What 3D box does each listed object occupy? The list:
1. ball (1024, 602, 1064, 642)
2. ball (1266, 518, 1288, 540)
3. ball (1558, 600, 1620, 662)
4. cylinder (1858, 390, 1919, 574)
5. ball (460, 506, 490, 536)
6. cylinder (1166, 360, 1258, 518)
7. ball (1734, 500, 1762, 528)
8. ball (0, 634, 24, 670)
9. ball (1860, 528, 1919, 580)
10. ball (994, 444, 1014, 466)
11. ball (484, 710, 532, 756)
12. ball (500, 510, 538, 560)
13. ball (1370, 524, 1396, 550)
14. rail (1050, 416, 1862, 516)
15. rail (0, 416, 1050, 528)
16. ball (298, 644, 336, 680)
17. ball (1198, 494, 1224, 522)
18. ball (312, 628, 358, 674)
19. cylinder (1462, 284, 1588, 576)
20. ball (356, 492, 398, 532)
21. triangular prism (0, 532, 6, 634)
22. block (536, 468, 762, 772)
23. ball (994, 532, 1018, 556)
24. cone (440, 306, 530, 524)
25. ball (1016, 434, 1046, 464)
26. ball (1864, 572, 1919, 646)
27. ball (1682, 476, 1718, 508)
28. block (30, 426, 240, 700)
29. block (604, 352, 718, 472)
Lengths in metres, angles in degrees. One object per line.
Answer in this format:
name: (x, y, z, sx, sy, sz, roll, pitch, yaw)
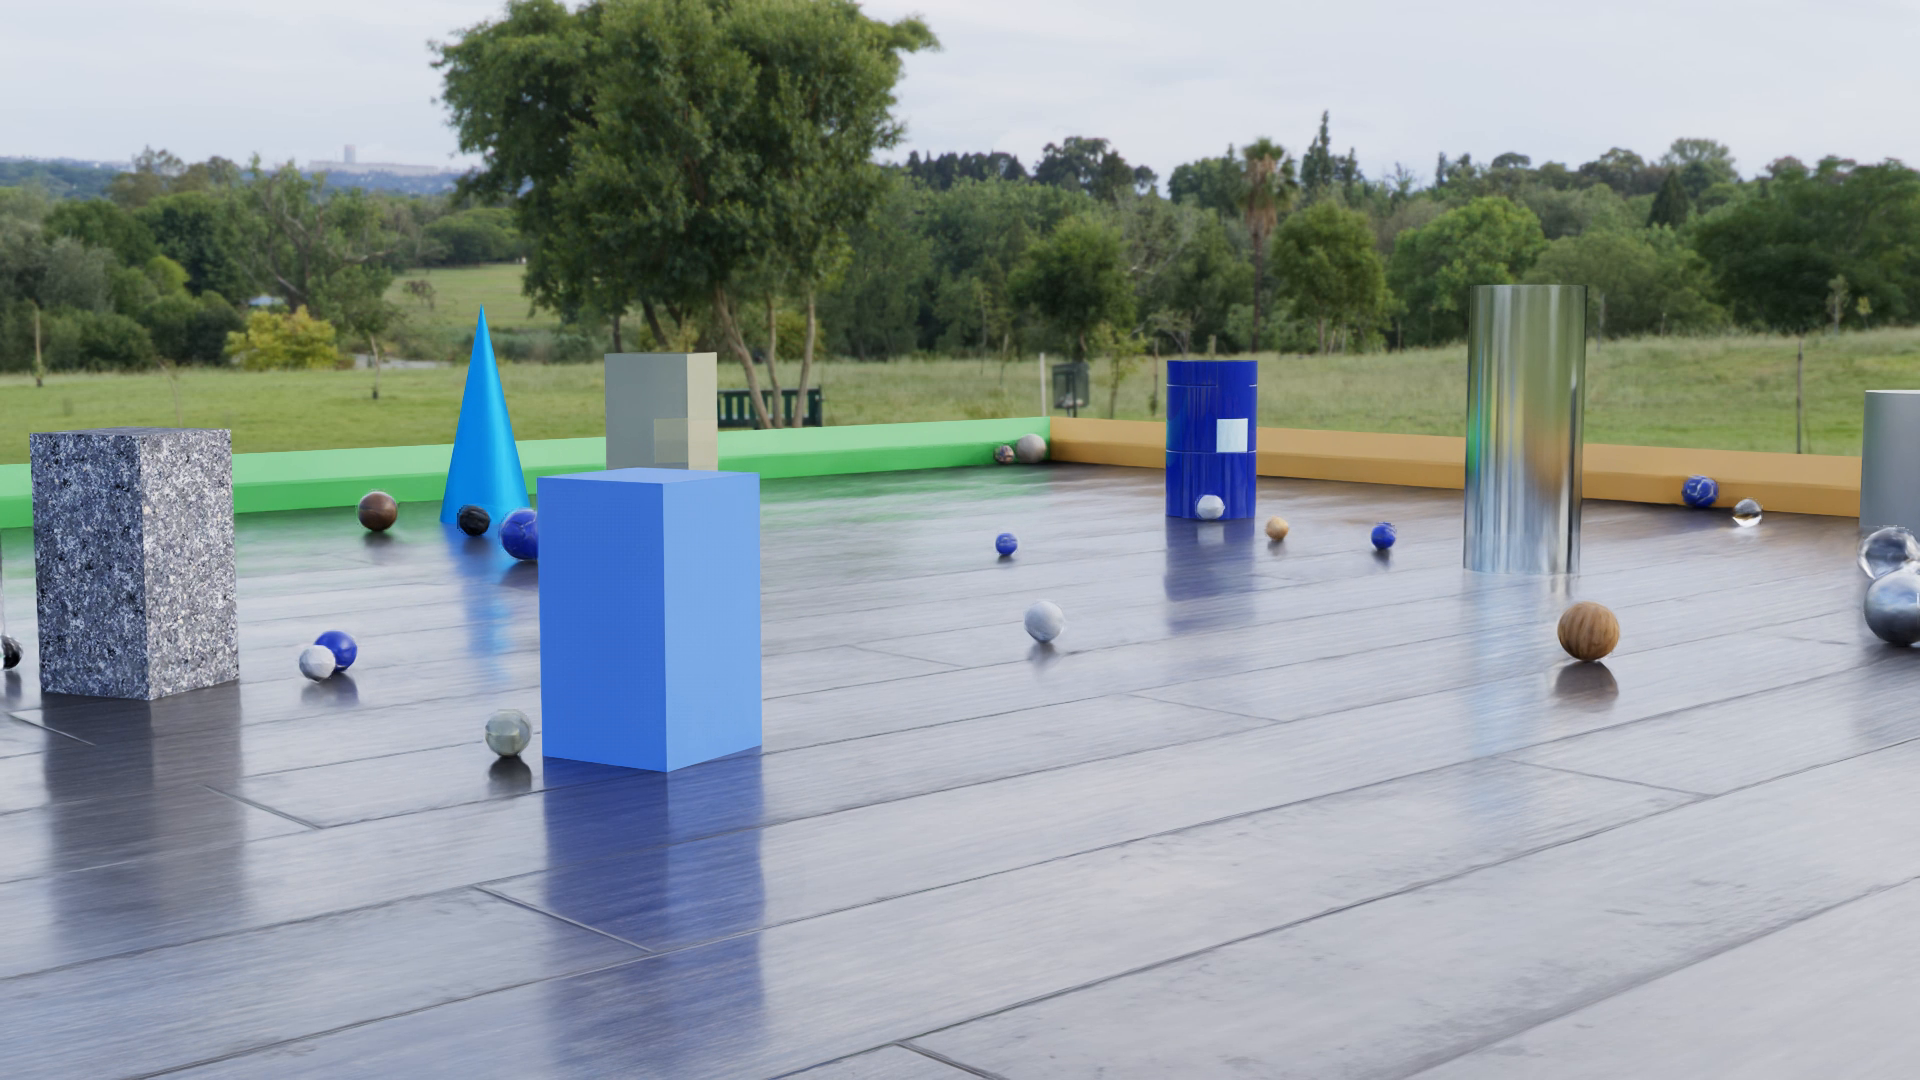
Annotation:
ball: (0.114, 0.110, 2.962, 0.054, 0.054, 0.054, 0, 6, 0)
ball: (0.615, -0.022, 4.267, 0.044, 0.044, 0.044, 0, 6, 0)
ball: (0.800, 0.116, 2.799, 0.076, 0.076, 0.076, 0, 6, 0)
cylinder: (1.646, -0.100, 3.757, 0.197, 0.306, 0.197, 0, 6, 0)
ball: (-0.959, -0.038, 4.348, 0.060, 0.060, 0.060, 0, 6, 0)
cylinder: (0.547, -0.222, 4.785, 0.197, 0.335, 0.197, 0, 6, 0)
ball: (1.622, -0.055, 4.528, 0.056, 0.056, 0.056, 0, 6, 0)
ball: (-1.187, 0.139, 2.730, 0.044, 0.044, 0.044, 0, 6, 0)
ball: (1.517, 0.026, 3.584, 0.092, 0.092, 0.092, 0, 6, 0)
ball: (0.127, -0.244, 6.323, 0.060, 0.060, 0.060, 0, 6, 0)
ball: (-0.452, 0.194, 2.201, 0.046, 0.046, 0.046, 0, 6, 0)
ball: (-0.774, -0.009, 3.923, 0.092, 0.092, 0.092, 0, 6, 0)
ball: (0.789, -0.006, 4.105, 0.047, 0.047, 0.047, 0, 6, 0)
rail: (1.740, -0.134, 4.929, 0.045, 0.128, 4.394, -5, 8, -42)
rail: (-1.474, -0.133, 4.920, 4.782, 0.128, 0.045, -5, 8, -42)
ball: (-0.775, 0.148, 2.651, 0.043, 0.043, 0.043, 0, 6, 0)
ball: (0.531, -0.068, 4.651, 0.057, 0.057, 0.057, 0, 6, 0)
ball: (-0.770, 0.137, 2.706, 0.054, 0.054, 0.054, 0, 6, 0)
cylinder: (0.970, -0.193, 3.780, 0.197, 0.486, 0.197, 0, 6, 0)
ball: (-1.176, -0.058, 4.439, 0.081, 0.081, 0.081, 0, 6, 0)
triangular prism: (-1.335, -0.063, 2.872, 0.148, 0.417, 0.170, -3, 7, -30)
block: (-0.311, 0.074, 2.219, 0.157, 0.280, 0.157, 3, 7, 30)
ball: (0.084, 0.007, 4.003, 0.043, 0.043, 0.043, 0, 6, 0)
cone: (-1.010, -0.272, 4.668, 0.197, 0.460, 0.197, 0, 6, 0)
ball: (0.207, -0.265, 6.379, 0.089, 0.089, 0.089, 0, 6, 0)
ball: (1.257, 0.091, 2.932, 0.098, 0.098, 0.098, 0, 6, 0)
ball: (1.662, -0.108, 4.939, 0.076, 0.076, 0.076, 0, 6, 0)
block: (-0.975, 0.022, 2.605, 0.157, 0.303, 0.157, 2, 6, 20)
block: (-0.545, -0.159, 4.032, 0.157, 0.367, 0.157, 1, 6, 13)
